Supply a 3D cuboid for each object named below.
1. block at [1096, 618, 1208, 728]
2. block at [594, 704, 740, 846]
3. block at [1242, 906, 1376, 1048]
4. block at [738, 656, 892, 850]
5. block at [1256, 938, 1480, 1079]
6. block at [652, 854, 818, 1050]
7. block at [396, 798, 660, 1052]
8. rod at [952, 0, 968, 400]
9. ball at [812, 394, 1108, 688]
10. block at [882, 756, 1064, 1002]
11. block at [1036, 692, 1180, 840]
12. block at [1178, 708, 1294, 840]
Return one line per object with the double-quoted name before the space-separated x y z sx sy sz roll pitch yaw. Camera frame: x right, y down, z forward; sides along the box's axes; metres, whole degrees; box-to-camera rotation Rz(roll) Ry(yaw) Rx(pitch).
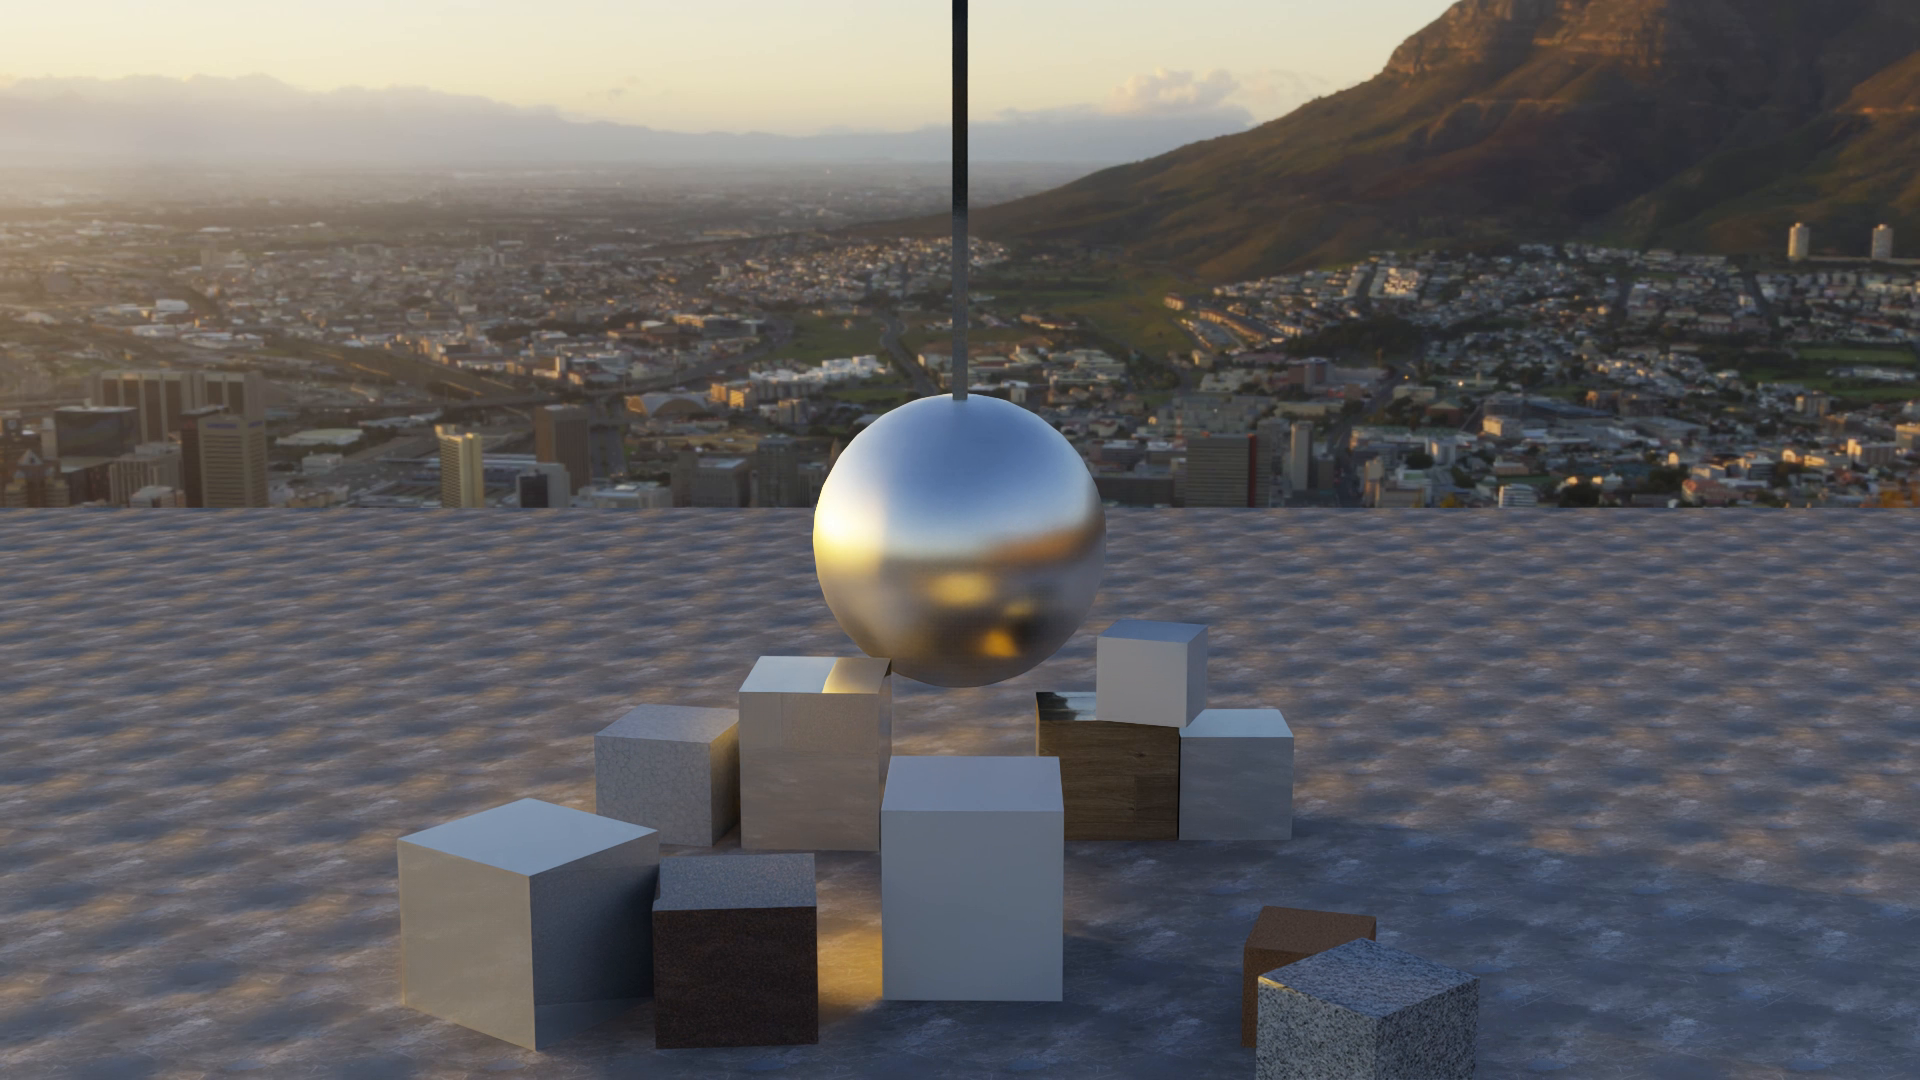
"block" 0.977 0.670 11.156 0.463 0.431 0.440 4 11 19
"block" -1.473 1.209 11.403 0.618 0.541 0.657 2 11 13
"block" 1.393 1.755 8.756 0.455 0.414 0.489 3 11 17
"block" -0.731 1.086 11.326 0.694 0.811 0.764 1 10 3
"block" 1.469 1.835 7.943 0.587 0.547 0.533 -9 14 -40
"block" -0.900 1.651 8.896 0.636 0.569 0.650 -1 10 -5
"block" -1.759 1.553 9.028 0.776 0.715 0.710 8 13 36
"rod" 0.000 -3.237 10.931 0.080 5.200 0.080 0 18 0
"ball" 0.000 0.003 11.963 1.600 1.600 1.600 0 10 0
"block" 0.058 1.431 9.416 0.744 0.815 0.807 0 10 1
"block" 0.752 1.166 11.396 0.701 0.630 0.582 0 10 0
"block" 1.398 1.209 11.405 0.571 0.540 0.557 0 10 0
